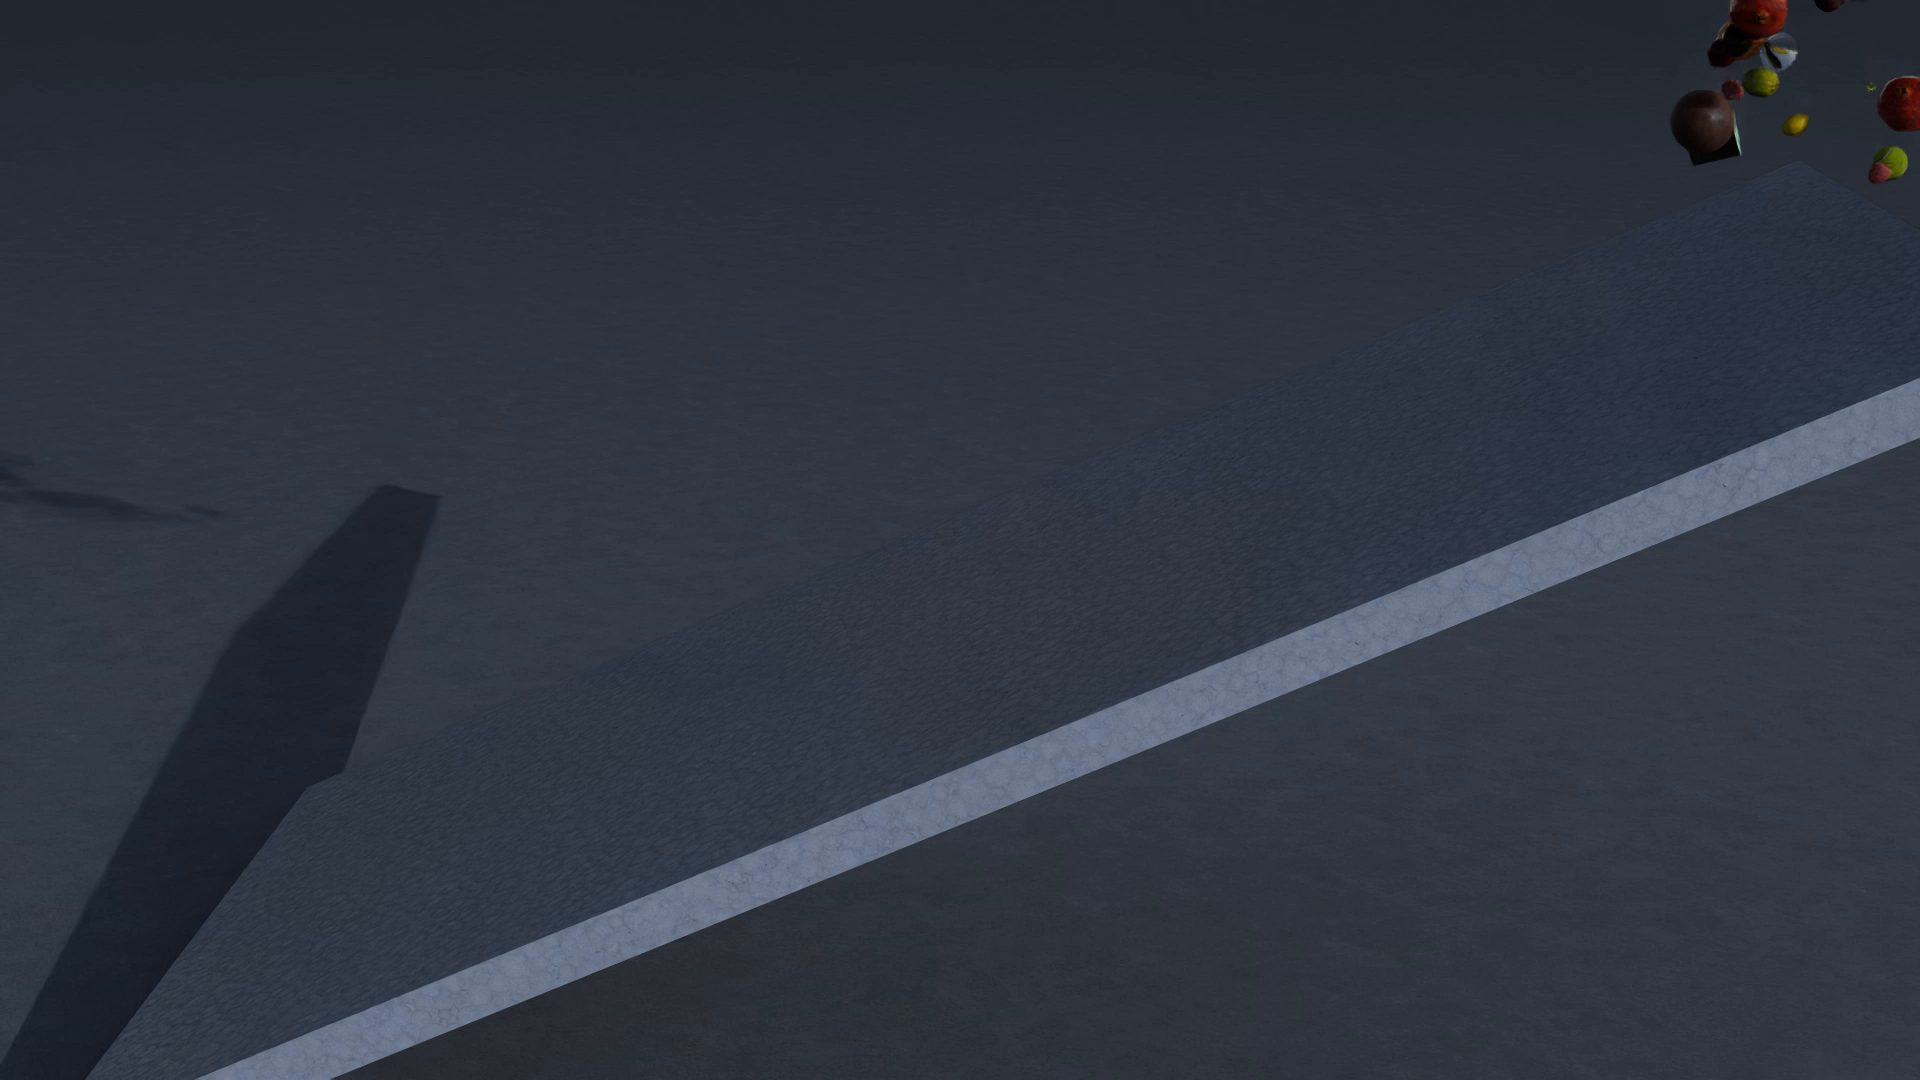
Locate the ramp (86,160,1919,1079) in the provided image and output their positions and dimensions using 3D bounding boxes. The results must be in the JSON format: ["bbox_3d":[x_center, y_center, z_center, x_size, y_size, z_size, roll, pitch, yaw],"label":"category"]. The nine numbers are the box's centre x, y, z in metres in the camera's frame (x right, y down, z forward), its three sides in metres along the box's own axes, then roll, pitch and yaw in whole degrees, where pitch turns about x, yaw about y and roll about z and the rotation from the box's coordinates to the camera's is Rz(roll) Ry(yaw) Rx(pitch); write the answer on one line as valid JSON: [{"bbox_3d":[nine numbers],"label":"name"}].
[{"bbox_3d":[0.132,0.170,6.284,4.000,0.100,2.000,-23,13,8],"label":"ramp"}]

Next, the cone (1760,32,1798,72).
[{"bbox_3d":[1.639,-0.995,5.946,0.080,0.080,0.080,12,3,38],"label":"cone"}]

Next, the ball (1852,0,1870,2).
[{"bbox_3d":[1.840,-1.142,6.003,0.089,0.089,0.089,0,15,0],"label":"ball"}]

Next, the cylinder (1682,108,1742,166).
[{"bbox_3d":[1.564,-0.836,6.111,0.096,0.096,0.096,-16,7,25],"label":"cylinder"}]
